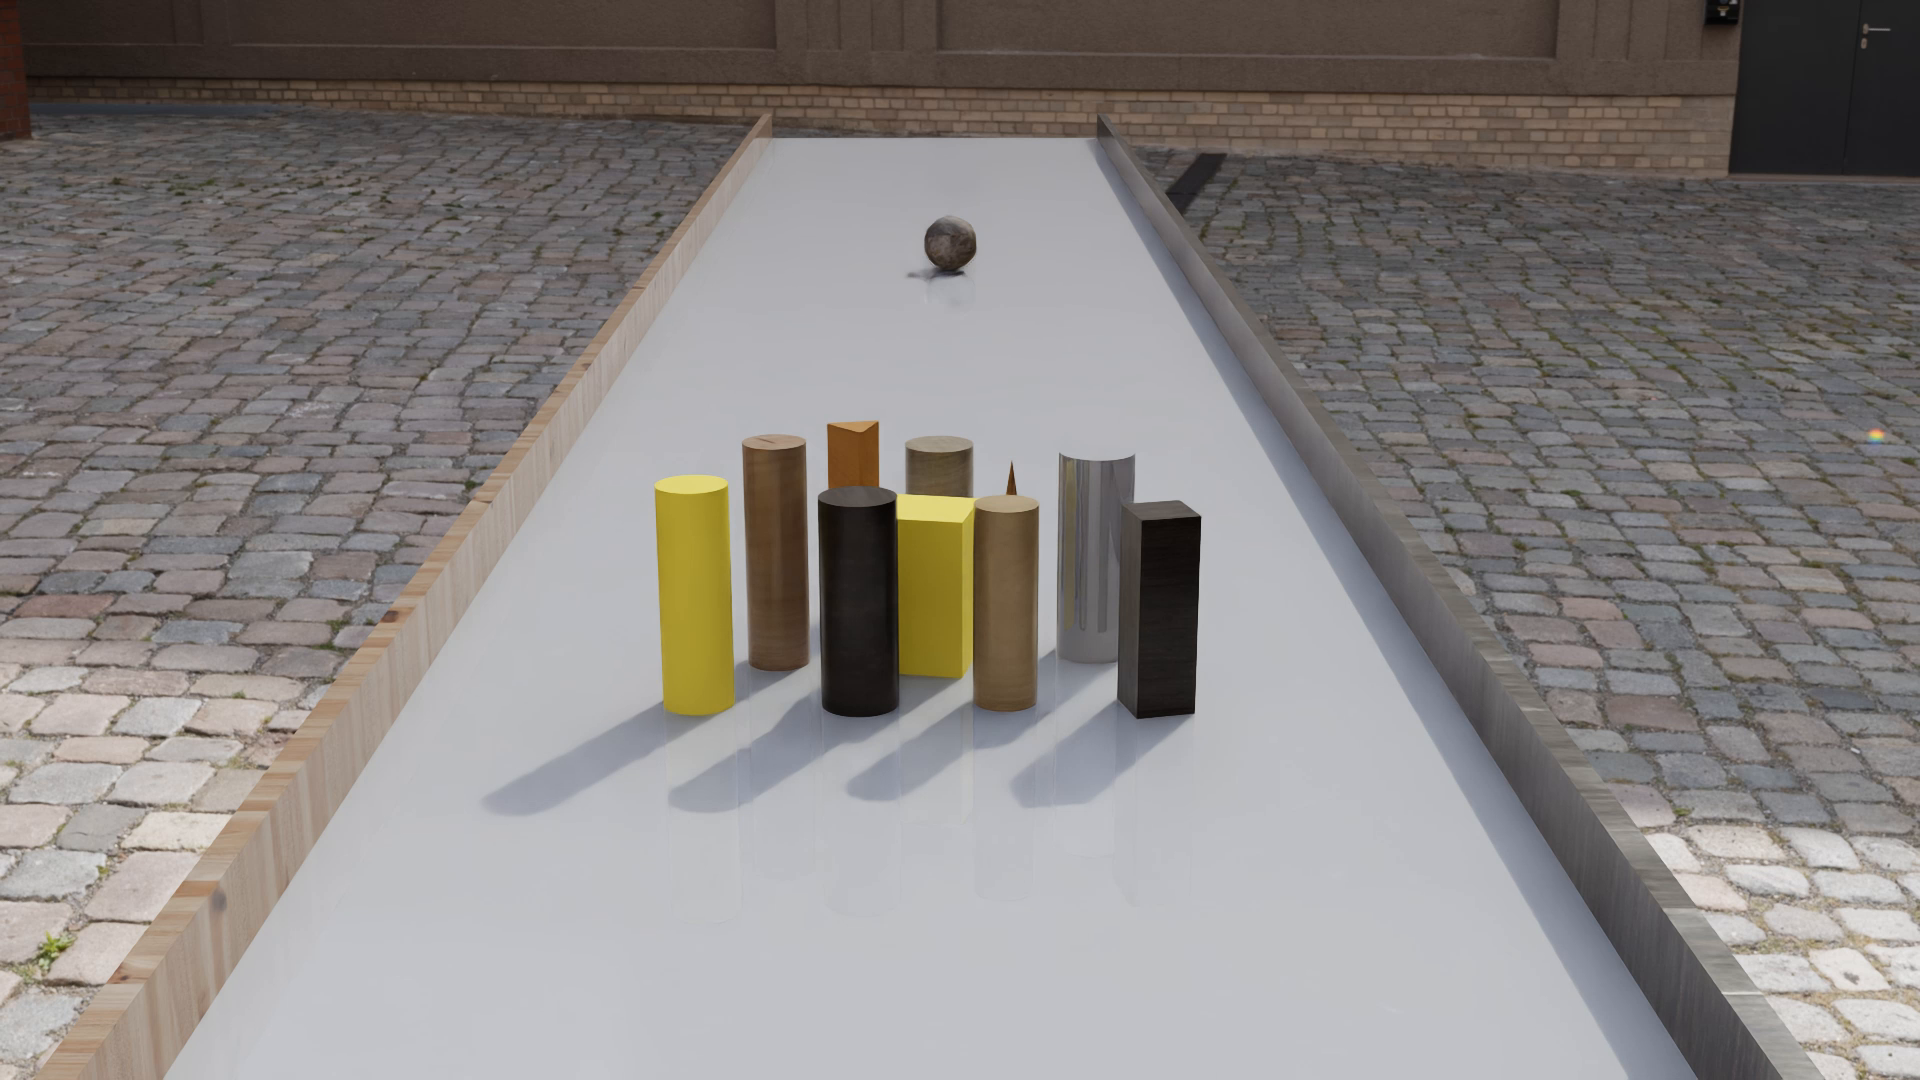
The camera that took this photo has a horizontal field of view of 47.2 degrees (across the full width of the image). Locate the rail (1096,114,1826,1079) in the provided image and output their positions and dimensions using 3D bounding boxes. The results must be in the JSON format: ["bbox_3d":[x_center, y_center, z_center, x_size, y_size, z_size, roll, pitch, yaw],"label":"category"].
[{"bbox_3d":[0.932,-0.844,7.801,0.050,0.150,12.000,0,17,-1],"label":"rail"}]

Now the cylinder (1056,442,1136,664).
[{"bbox_3d":[0.271,0.025,4.407,0.153,0.419,0.153,0,17,0],"label":"cylinder"}]

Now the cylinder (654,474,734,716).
[{"bbox_3d":[-0.496,0.103,4.125,0.136,0.430,0.136,0,17,0],"label":"cylinder"}]

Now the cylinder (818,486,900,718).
[{"bbox_3d":[-0.189,0.115,4.124,0.148,0.408,0.148,0,17,0],"label":"cylinder"}]

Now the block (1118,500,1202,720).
[{"bbox_3d":[0.371,0.129,4.115,0.115,0.385,0.115,-4,17,-14],"label":"block"}]

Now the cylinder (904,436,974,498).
[{"bbox_3d":[-0.046,-0.066,4.909,0.153,0.307,0.153,0,17,0],"label":"cylinder"}]

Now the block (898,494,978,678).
[{"bbox_3d":[-0.064,0.089,4.370,0.177,0.318,0.177,3,17,11],"label":"block"}]

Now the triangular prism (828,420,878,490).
[{"bbox_3d":[-0.205,-0.037,4.613,0.093,0.422,0.107,-15,22,-41],"label":"triangular prism"}]

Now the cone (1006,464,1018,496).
[{"bbox_3d":[0.108,-0.002,4.626,0.107,0.347,0.107,0,17,0],"label":"cone"}]

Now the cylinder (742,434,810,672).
[{"bbox_3d":[-0.362,0.026,4.347,0.125,0.452,0.125,0,17,0],"label":"cylinder"}]

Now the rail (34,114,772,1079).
[{"bbox_3d":[-1.118,-0.838,7.780,0.050,0.150,12.000,0,17,-1],"label":"rail"}]

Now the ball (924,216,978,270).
[{"bbox_3d":[-0.038,-1.200,8.885,0.215,0.215,0.215,0,17,0],"label":"ball"}]

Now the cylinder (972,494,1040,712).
[{"bbox_3d":[0.086,0.119,4.142,0.123,0.390,0.123,0,17,0],"label":"cylinder"}]
